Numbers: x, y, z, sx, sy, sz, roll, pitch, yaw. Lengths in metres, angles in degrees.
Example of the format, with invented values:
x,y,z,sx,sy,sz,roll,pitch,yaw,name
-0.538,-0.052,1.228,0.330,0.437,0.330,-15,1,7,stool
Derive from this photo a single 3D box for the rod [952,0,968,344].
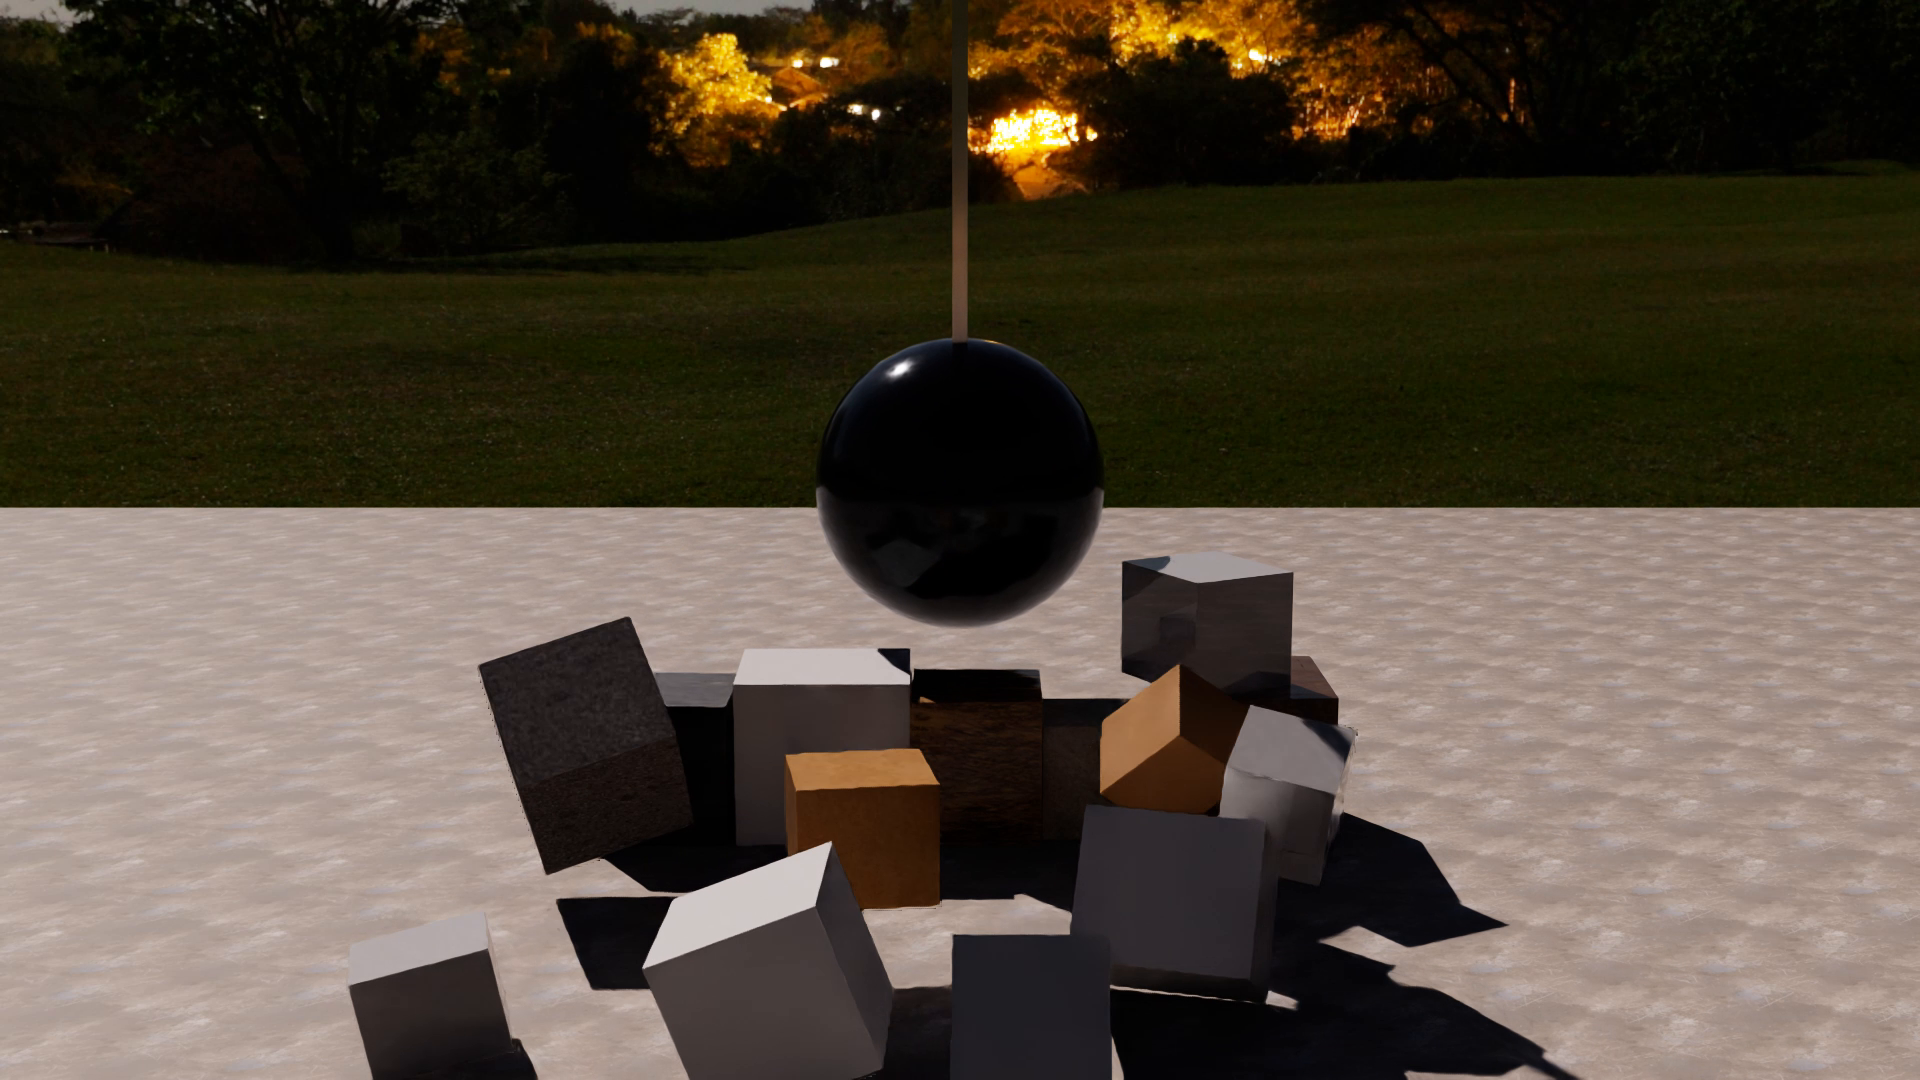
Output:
x,y,z,sx,sy,sz,roll,pitch,yaw,name
0.000,-3.519,10.956,0.080,5.200,0.080,0,19,0,rod

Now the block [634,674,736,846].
x,y,z,sx,sy,sz,roll,pitch,yaw,name
-1.524,1.124,11.370,0.720,0.721,0.706,0,10,1,block

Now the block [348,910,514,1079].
x,y,z,sx,sy,sz,roll,pitch,yaw,name
-2.039,1.757,8.478,0.523,0.417,0.441,-13,13,-11,block

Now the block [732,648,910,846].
x,y,z,sx,sy,sz,roll,pitch,yaw,name
-0.696,1.059,11.406,0.882,0.835,0.783,0,10,-1,block

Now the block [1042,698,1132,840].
x,y,z,sx,sy,sz,roll,pitch,yaw,name
0.720,1.181,11.412,0.601,0.593,0.571,0,10,0,block

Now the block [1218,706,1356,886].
x,y,z,sx,sy,sz,roll,pitch,yaw,name
1.385,1.090,9.397,0.463,0.506,0.458,13,34,15,block

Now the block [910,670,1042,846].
x,y,z,sx,sy,sz,roll,pitch,yaw,name
0.085,1.112,11.360,0.660,0.747,0.684,0,10,0,block

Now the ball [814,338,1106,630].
x,y,z,sx,sy,sz,roll,pitch,yaw,name
0.000,-0.311,12.083,1.600,1.600,1.600,0,10,0,ball

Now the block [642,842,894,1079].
x,y,z,sx,sy,sz,roll,pitch,yaw,name
-0.693,1.639,8.184,0.664,0.650,0.732,-21,9,5,block

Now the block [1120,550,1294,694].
x,y,z,sx,sy,sz,roll,pitch,yaw,name
1.255,0.422,11.225,0.589,0.584,0.663,-6,12,-29,block

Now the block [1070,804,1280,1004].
x,y,z,sx,sy,sz,roll,pitch,yaw,name
0.882,1.482,8.919,0.718,0.617,0.702,4,-18,15,block

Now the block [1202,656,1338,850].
x,y,z,sx,sy,sz,roll,pitch,yaw,name
1.452,1.088,11.388,0.843,0.785,0.906,0,10,0,block

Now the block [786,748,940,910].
x,y,z,sx,sy,sz,roll,pitch,yaw,name
-0.415,1.206,9.206,0.579,0.511,0.609,-2,9,-8,block

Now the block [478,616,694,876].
x,y,z,sx,sy,sz,roll,pitch,yaw,name
-1.747,0.964,10.326,0.731,0.748,0.732,-18,52,-13,block

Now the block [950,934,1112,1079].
x,y,z,sx,sy,sz,roll,pitch,yaw,name
0.234,1.747,7.412,0.518,0.649,0.645,0,-29,1,block

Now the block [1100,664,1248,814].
x,y,z,sx,sy,sz,roll,pitch,yaw,name
0.981,0.965,10.079,0.429,0.531,0.450,33,36,-22,block
